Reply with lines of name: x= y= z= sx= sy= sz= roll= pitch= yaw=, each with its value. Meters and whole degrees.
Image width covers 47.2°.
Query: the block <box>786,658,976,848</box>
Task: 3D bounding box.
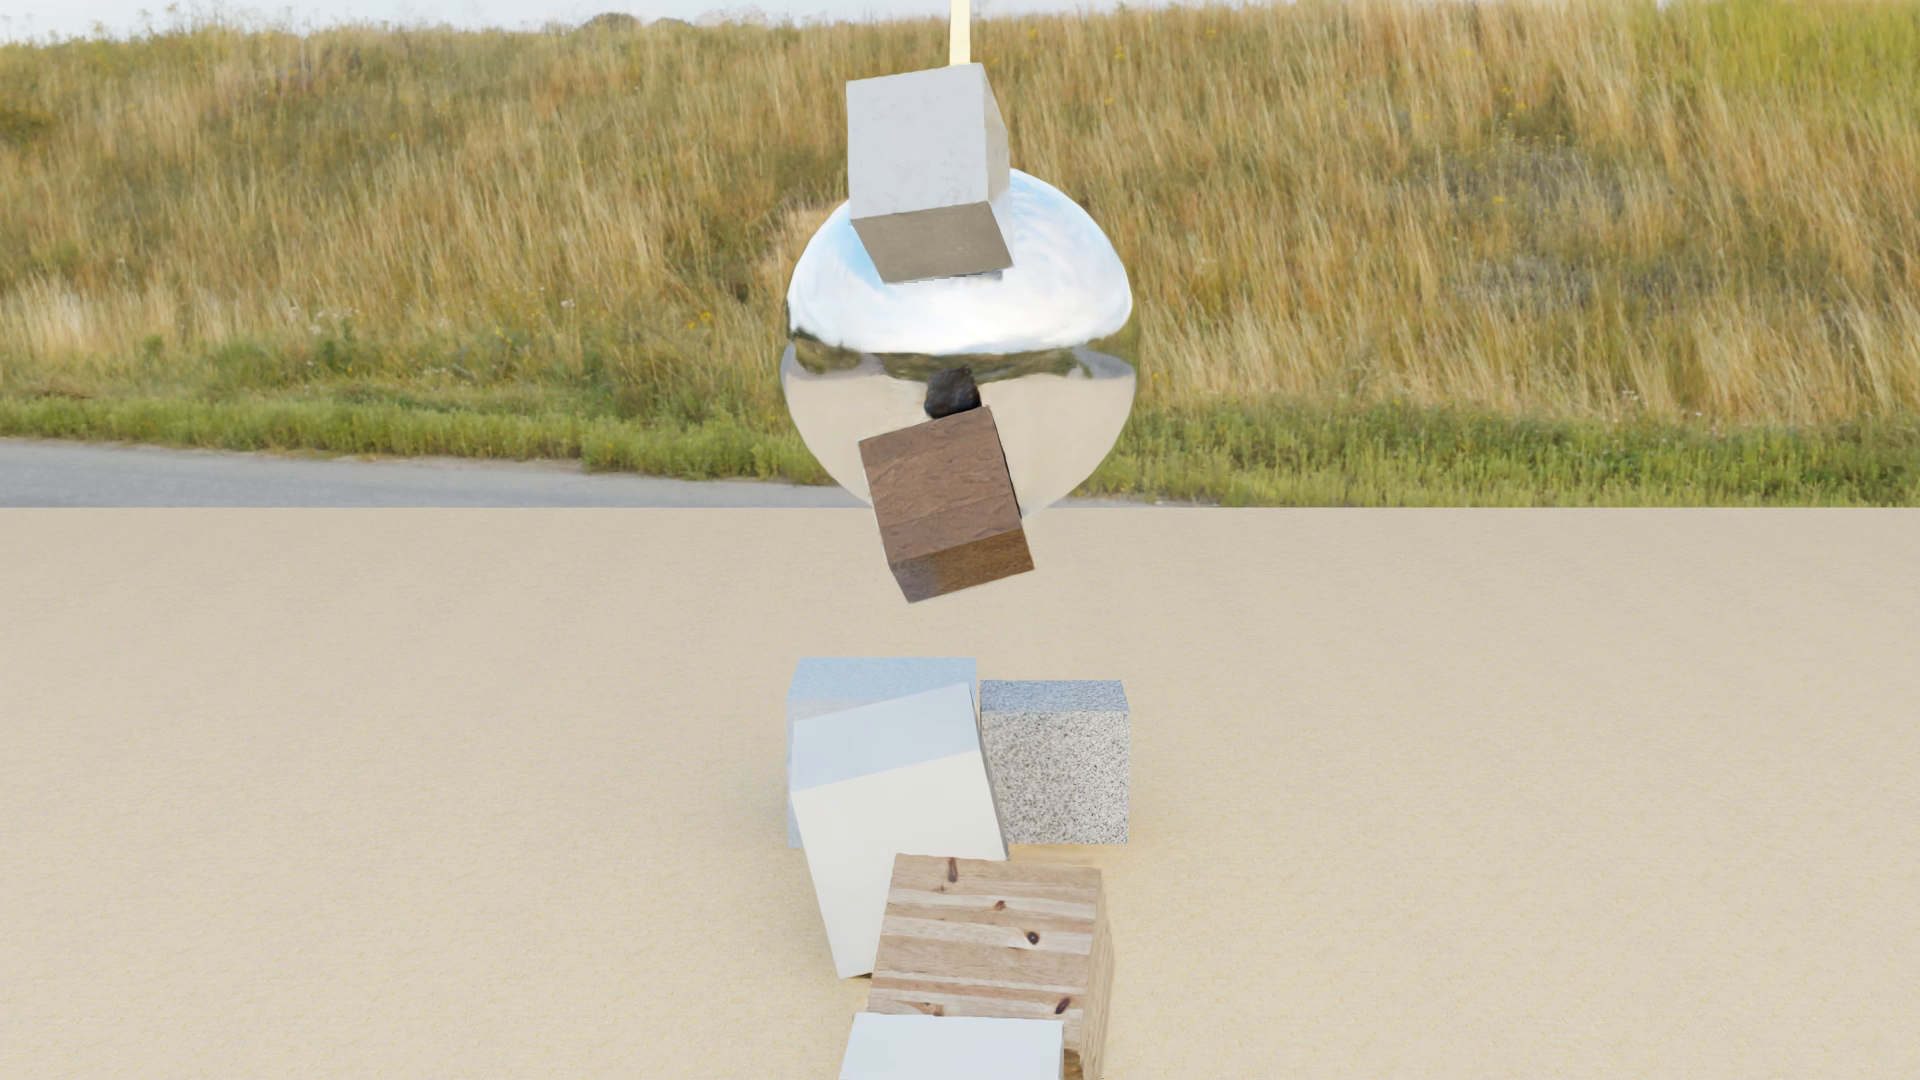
block: x=-0.388 y=1.089 z=11.427 sx=0.947 sy=0.768 sz=0.916 roll=0 pitch=10 yaw=0

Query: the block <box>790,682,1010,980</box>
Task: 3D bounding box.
block: x=-0.237 y=1.250 z=9.612 sx=0.806 sy=0.872 sz=0.859 roll=-13 pitch=16 yaw=1

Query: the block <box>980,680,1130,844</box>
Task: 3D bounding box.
block: x=0.479 y=1.139 z=11.368 sx=0.744 sy=0.692 sz=0.645 roll=0 pitch=10 yaw=0

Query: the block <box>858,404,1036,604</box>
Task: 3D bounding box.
block: x=-0.044 y=-0.126 z=8.254 sx=0.503 sy=0.496 sz=0.512 roll=-15 pitch=-19 yaw=2

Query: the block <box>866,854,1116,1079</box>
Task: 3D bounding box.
block: x=0.126 y=1.621 z=7.846 sx=0.736 sy=0.724 sz=0.682 roll=3 pitch=53 yaw=11

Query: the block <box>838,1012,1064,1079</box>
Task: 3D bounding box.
block: x=-0.031 y=1.944 z=6.769 sx=0.663 sy=0.662 sz=0.717 roll=1 pitch=18 yaw=5

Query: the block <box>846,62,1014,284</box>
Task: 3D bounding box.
block: x=-0.111 y=-1.437 z=8.667 sx=0.537 sy=0.605 sz=0.557 roll=-6 pitch=-21 yaw=10

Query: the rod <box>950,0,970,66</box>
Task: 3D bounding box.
rod: x=0.000 y=-4.240 z=9.791 sx=0.080 sy=5.200 sz=0.080 roll=0 pitch=-3 yaw=0

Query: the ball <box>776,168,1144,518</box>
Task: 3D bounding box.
ball: x=0.000 y=-0.845 z=9.600 sx=1.600 sy=1.600 sz=1.600 roll=0 pitch=10 yaw=0
